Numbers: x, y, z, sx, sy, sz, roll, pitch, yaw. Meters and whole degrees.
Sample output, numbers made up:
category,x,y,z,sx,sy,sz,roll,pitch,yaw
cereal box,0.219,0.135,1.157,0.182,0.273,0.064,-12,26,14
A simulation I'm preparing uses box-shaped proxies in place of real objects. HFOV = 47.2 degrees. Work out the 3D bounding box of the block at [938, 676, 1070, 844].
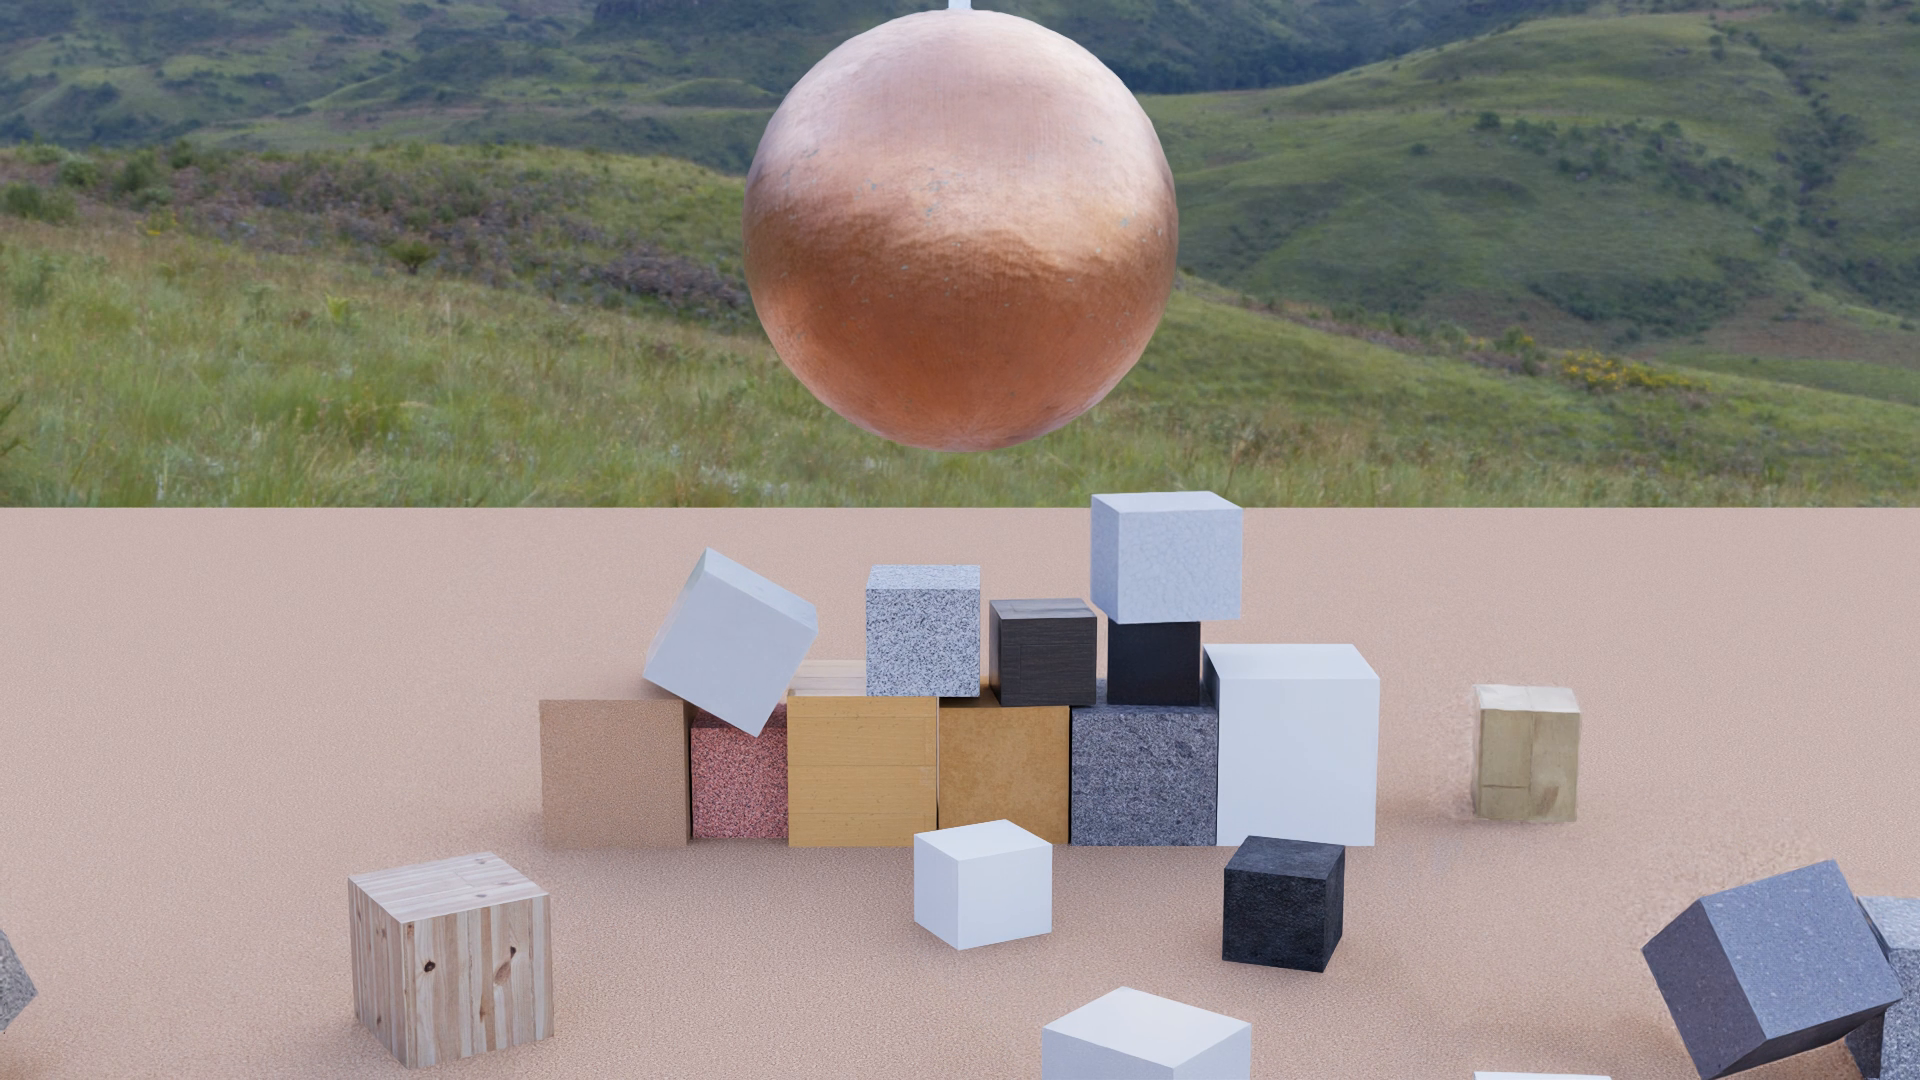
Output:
category,x,y,z,sx,sy,sz,roll,pitch,yaw
block,0.220,1.128,11.387,0.653,0.707,0.672,0,10,0

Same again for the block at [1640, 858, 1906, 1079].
category,x,y,z,sx,sy,sz,roll,pitch,yaw
block,3.020,1.614,8.218,0.571,0.547,0.586,-13,-26,-13

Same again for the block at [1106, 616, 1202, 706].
category,x,y,z,sx,sy,sz,roll,pitch,yaw
block,0.996,0.574,11.315,0.465,0.452,0.479,1,10,5

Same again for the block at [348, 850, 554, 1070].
category,x,y,z,sx,sy,sz,roll,pitch,yaw
block,-2.034,1.661,8.780,0.599,0.590,0.639,-7,12,-32

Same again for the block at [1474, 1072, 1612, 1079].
category,x,y,z,sx,sy,sz,roll,pitch,yaw
block,1.914,2.040,7.099,0.444,0.445,0.520,1,10,5

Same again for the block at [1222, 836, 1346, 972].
category,x,y,z,sx,sy,sz,roll,pitch,yaw
block,1.425,1.590,9.655,0.438,0.417,0.491,4,11,19

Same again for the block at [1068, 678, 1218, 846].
category,x,y,z,sx,sy,sz,roll,pitch,yaw
block,0.923,1.139,11.387,0.726,0.685,0.747,0,10,0

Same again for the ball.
category,x,y,z,sx,sy,sz,roll,pitch,yaw
ball,0.000,-1.122,8.049,1.600,1.600,1.600,0,10,0

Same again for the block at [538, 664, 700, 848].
category,x,y,z,sx,sy,sz,roll,pitch,yaw
block,-1.734,1.103,11.361,0.716,0.765,0.750,0,10,0

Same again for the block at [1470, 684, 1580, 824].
category,x,y,z,sx,sy,sz,roll,pitch,yaw
block,2.997,1.130,11.689,0.501,0.595,0.529,2,10,10

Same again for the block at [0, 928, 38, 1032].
category,x,y,z,sx,sy,sz,roll,pitch,yaw
block,-3.959,1.656,8.089,0.626,0.646,0.717,-25,10,2

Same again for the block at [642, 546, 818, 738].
category,x,y,z,sx,sy,sz,roll,pitch,yaw
block,-1.158,0.508,11.145,0.645,0.616,0.604,29,7,-10

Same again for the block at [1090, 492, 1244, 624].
category,x,y,z,sx,sy,sz,roll,pitch,yaw
block,1.042,0.081,11.191,0.634,0.562,0.580,-2,10,-10

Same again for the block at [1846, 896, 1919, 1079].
category,x,y,z,sx,sy,sz,roll,pitch,yaw
block,3.719,1.742,8.289,0.570,0.608,0.572,2,10,10

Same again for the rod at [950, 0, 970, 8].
category,x,y,z,sx,sy,sz,roll,pitch,yaw
rod,0.000,-4.349,9.121,0.080,5.200,0.080,0,-18,0

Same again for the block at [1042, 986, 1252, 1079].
category,x,y,z,sx,sy,sz,roll,pitch,yaw
block,0.654,1.921,7.730,0.549,0.455,0.489,8,13,38

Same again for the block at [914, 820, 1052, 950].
category,x,y,z,sx,sy,sz,roll,pitch,yaw
block,0.101,1.546,9.913,0.475,0.411,0.424,-6,12,-28

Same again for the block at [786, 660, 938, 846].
category,x,y,z,sx,sy,sz,roll,pitch,yaw
block,-0.491,1.091,11.384,0.743,0.780,0.771,0,10,0

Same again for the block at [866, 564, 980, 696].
category,x,y,z,sx,sy,sz,roll,pitch,yaw
block,-0.180,0.454,11.188,0.562,0.545,0.626,0,10,1

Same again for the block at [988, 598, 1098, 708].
category,x,y,z,sx,sy,sz,roll,pitch,yaw
block,0.418,0.569,11.226,0.482,0.451,0.477,-1,10,-7

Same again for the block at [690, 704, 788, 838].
category,x,y,z,sx,sy,sz,roll,pitch,yaw
block,-1.115,1.190,11.412,0.492,0.576,0.502,0,10,0

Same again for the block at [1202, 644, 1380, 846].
category,x,y,z,sx,sy,sz,roll,pitch,yaw
block,1.690,1.047,11.389,0.796,0.865,0.775,0,10,0
